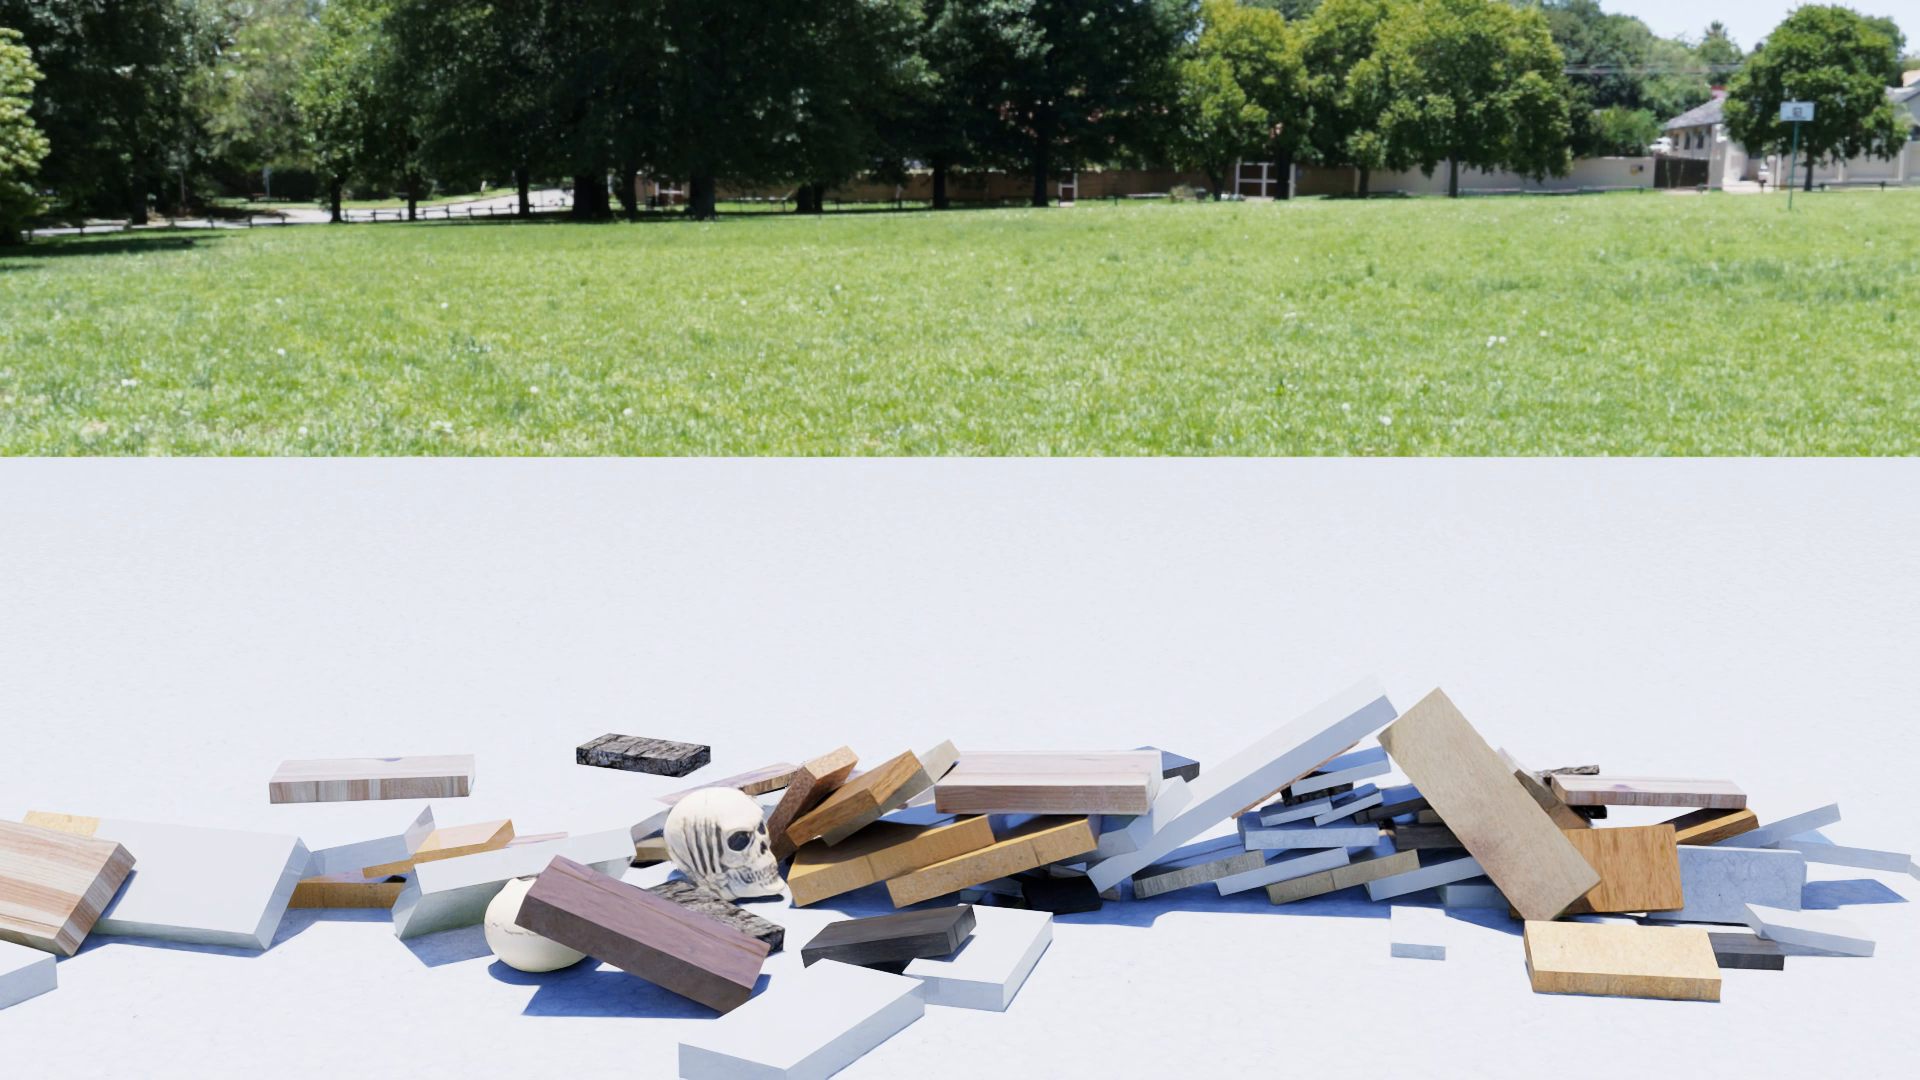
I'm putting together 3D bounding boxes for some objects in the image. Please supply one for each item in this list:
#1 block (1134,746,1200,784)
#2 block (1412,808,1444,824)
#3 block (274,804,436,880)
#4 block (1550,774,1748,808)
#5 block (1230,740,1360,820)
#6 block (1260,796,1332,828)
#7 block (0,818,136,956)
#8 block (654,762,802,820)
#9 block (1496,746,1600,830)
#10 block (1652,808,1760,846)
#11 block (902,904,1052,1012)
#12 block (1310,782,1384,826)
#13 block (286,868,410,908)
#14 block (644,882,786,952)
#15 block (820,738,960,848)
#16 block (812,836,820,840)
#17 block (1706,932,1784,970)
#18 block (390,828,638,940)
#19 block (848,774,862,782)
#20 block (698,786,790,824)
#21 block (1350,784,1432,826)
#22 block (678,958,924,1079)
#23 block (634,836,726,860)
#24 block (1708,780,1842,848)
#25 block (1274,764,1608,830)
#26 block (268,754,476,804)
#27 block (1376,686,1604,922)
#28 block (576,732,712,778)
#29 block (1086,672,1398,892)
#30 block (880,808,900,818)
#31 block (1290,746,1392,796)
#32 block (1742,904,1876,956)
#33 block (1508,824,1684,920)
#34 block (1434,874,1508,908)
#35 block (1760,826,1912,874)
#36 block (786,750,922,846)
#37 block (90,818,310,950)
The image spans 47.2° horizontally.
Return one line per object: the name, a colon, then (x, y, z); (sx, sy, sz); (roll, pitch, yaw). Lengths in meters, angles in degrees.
block: (0.305, 0.459, 4.260); (0.295, 0.042, 0.148); (-8, 13, -36)
block: (0.831, 0.444, 3.650); (0.156, 0.022, 0.078); (-3, 11, -1)
block: (-1.031, 0.504, 3.605); (0.304, 0.043, 0.152); (-11, 11, 5)
block: (1.136, 0.415, 3.632); (0.298, 0.024, 0.085); (1, 12, -1)
block: (0.546, 0.379, 3.640); (0.245, 0.023, 0.083); (-32, 6, 7)
block: (0.555, 0.444, 3.629); (0.117, 0.017, 0.059); (-14, 9, 10)
block: (-1.504, 0.544, 3.499); (0.359, 0.051, 0.180); (5, 51, 26)
block: (-0.489, 0.477, 4.029); (0.439, 0.022, 0.078); (-13, 12, -34)
block: (0.998, 0.456, 3.641); (0.267, 0.038, 0.134); (39, 9, -6)
block: (1.212, 0.475, 3.611); (0.170, 0.024, 0.085); (-19, 13, 0)
block: (0.031, 0.630, 3.335); (0.153, 0.043, 0.305); (3, 11, 16)
block: (0.636, 0.436, 3.632); (0.117, 0.017, 0.058); (-22, 11, 2)
block: (-1.045, 0.567, 3.672); (0.558, 0.043, 0.152); (0, 11, 0)
block: (-0.403, 0.598, 3.446); (0.241, 0.034, 0.121); (15, 12, 39)
block: (-0.119, 0.423, 3.674); (0.241, 0.034, 0.121); (-34, 4, 28)
block: (-0.268, 0.538, 3.912); (0.098, 0.014, 0.049); (-1, 11, -3)
block: (1.165, 0.631, 3.382); (0.176, 0.025, 0.088); (1, 11, 6)
block: (-0.708, 0.545, 3.495); (0.351, 0.050, 0.175); (-6, -29, -31)
block: (-0.186, 0.477, 4.057); (0.049, 0.014, 0.098); (-8, 47, 13)
block: (-0.349, 0.488, 4.060); (0.245, 0.035, 0.122); (0, 9, 30)
block: (0.740, 0.429, 3.642); (0.191, 0.022, 0.078); (-13, 11, 0)
block: (-0.214, 0.678, 3.059); (0.175, 0.050, 0.351); (6, 12, 29)
block: (-0.494, 0.534, 3.807); (0.156, 0.022, 0.078); (-3, 4, 20)
block: (1.317, 0.464, 3.635); (0.232, 0.033, 0.116); (-18, 13, 2)
block: (0.823, 0.463, 3.791); (0.555, 0.091, 0.026); (-9, 23, 20)
block: (-1.132, 0.461, 4.250); (0.368, 0.042, 0.148); (-1, 11, -7)
block: (0.849, 0.432, 3.544); (0.399, 0.133, 0.038); (53, 7, 24)
block: (-0.637, 0.432, 4.424); (0.241, 0.034, 0.121); (5, 11, 23)
block: (0.459, 0.398, 3.625); (0.564, 0.043, 0.153); (-32, 6, 9)
block: (-0.076, 0.521, 3.803); (0.182, 0.091, 0.026); (7, -25, 34)
block: (0.629, 0.382, 3.646); (0.166, 0.023, 0.083); (-15, 9, 9)
block: (1.322, 0.607, 3.427); (0.176, 0.025, 0.088); (10, 11, 0)
block: (1.012, 0.532, 3.525); (0.266, 0.133, 0.038); (-5, -19, 11)
block: (1.072, 0.572, 3.664); (0.551, 0.038, 0.134); (0, 11, 0)
block: (1.443, 0.507, 3.661); (0.232, 0.033, 0.116); (8, 10, -8)
block: (-0.176, 0.425, 3.618); (0.241, 0.034, 0.121); (-32, 5, 45)
block: (-1.236, 0.545, 3.495); (0.359, 0.051, 0.180); (3, 50, 15)
